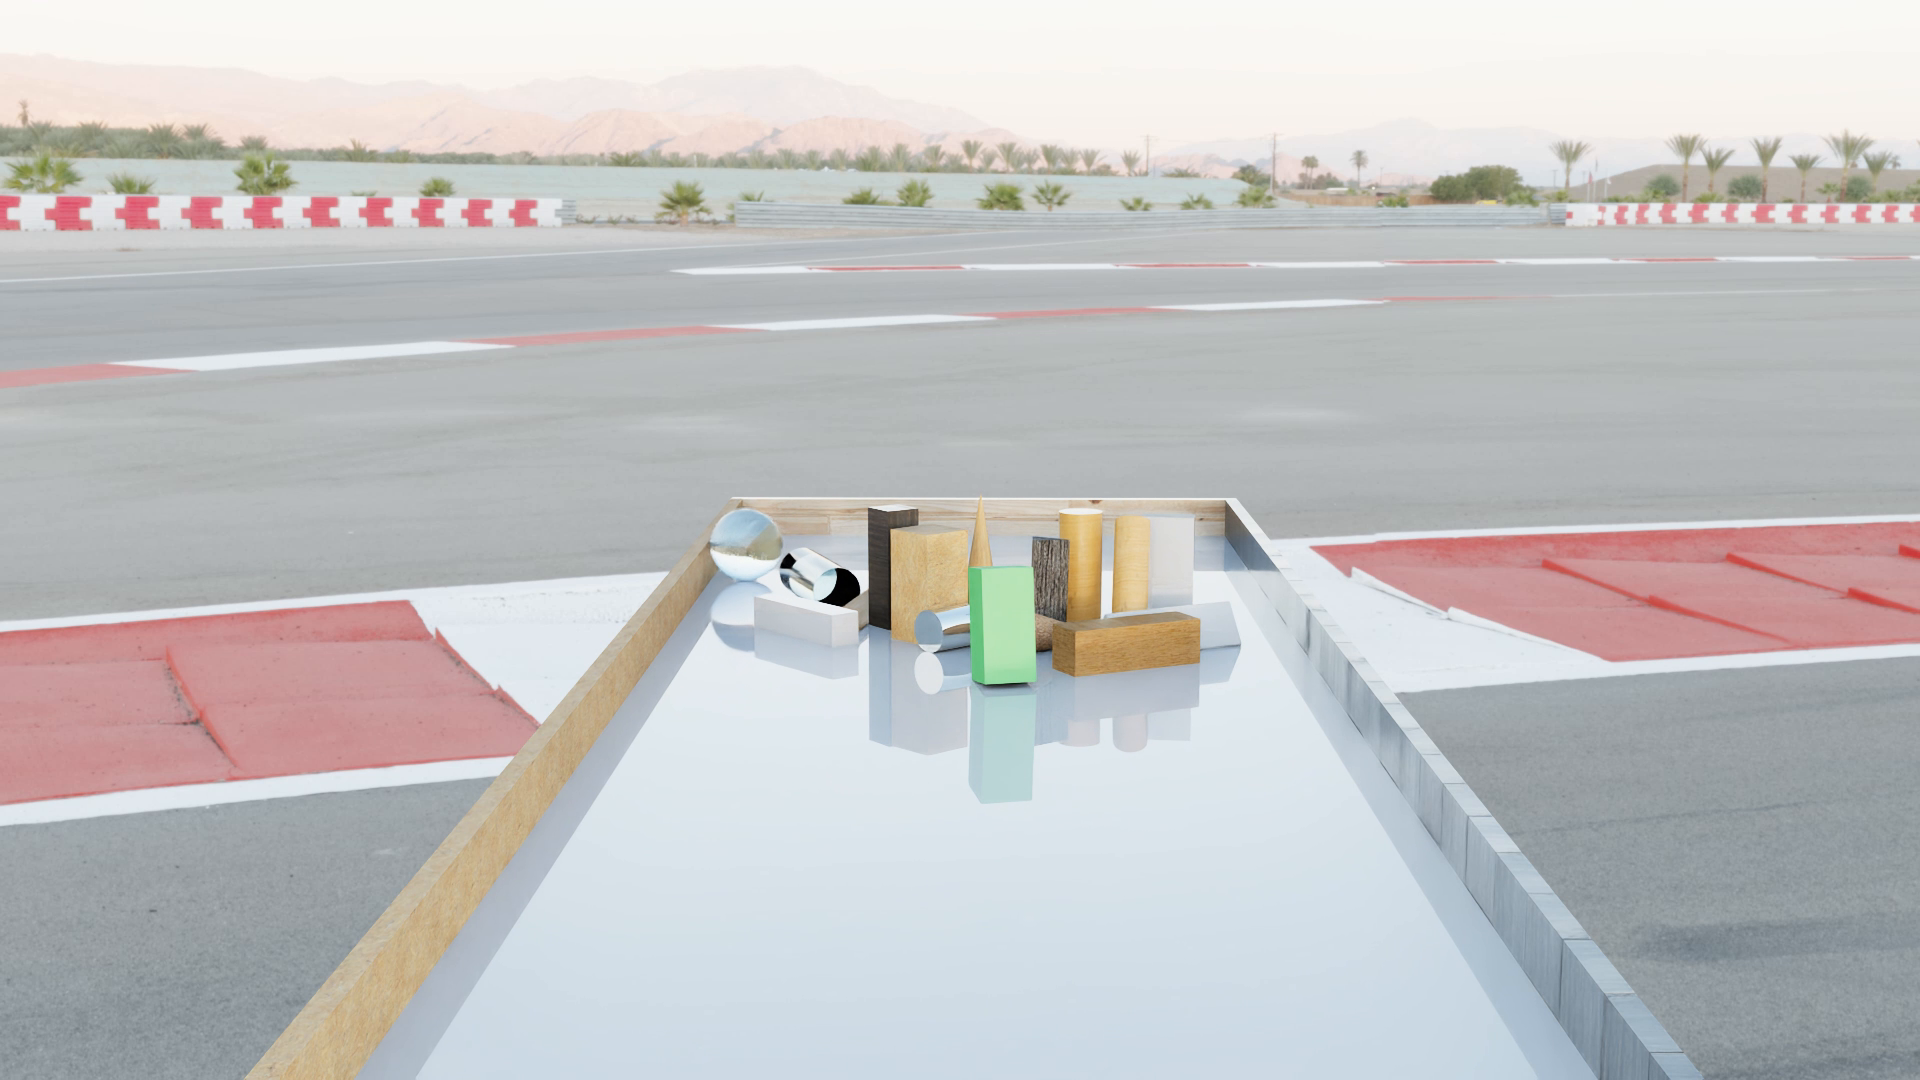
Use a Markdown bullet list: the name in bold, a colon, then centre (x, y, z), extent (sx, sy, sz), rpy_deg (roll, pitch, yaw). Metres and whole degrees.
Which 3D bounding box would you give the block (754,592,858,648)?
- **block**: centre (-0.498, 0.255, 7.069), extent (0.103, 0.103, 0.429), rpy_deg (-7, 12, -39)

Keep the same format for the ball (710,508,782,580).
- **ball**: centre (-0.784, 0.018, 8.052), extent (0.264, 0.264, 0.264), rpy_deg (0, 9, 0)

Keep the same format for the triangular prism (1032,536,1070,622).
- **triangular prism**: centre (0.256, 0.155, 6.984), extent (0.133, 0.324, 0.116), rpy_deg (-1, 6, -28)

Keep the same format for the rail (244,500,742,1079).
- **rail**: centre (-1.004, 0.839, 3.234), extent (0.050, 0.150, 12.000), rpy_deg (0, 9, 1)

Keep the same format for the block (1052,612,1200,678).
- **block**: centre (0.502, 0.311, 6.611), extent (0.435, 0.137, 0.137), rpy_deg (-5, 10, -27)

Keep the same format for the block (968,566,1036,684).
- **block**: centre (0.122, 0.243, 6.371), extent (0.153, 0.329, 0.153), rpy_deg (-2, 2, -14)

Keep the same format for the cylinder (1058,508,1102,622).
- **cylinder**: centre (0.393, 0.097, 7.172), extent (0.141, 0.384, 0.141), rpy_deg (0, 9, 0)

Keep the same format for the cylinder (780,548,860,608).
- **cylinder**: centre (-0.486, 0.142, 7.581), extent (0.166, 0.166, 0.443), rpy_deg (-3, 10, -19)

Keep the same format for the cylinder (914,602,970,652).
- **cylinder**: centre (0.028, 0.264, 6.919), extent (0.343, 0.133, 0.133), rpy_deg (-8, 12, -43)

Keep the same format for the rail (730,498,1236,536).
- **rail**: centre (0.099, -0.098, 9.147), extent (2.100, 0.150, 0.050), rpy_deg (0, 9, 1)

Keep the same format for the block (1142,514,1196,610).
- **block**: centre (0.680, 0.098, 7.206), extent (0.172, 0.358, 0.172), rpy_deg (1, 5, 7)

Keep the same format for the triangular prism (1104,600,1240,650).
- **triangular prism**: centre (0.648, 0.272, 6.861), extent (0.457, 0.127, 0.147), rpy_deg (-5, 10, -27)

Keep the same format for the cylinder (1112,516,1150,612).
- **cylinder**: centre (0.545, 0.119, 7.018), extent (0.114, 0.377, 0.114), rpy_deg (3, -17, 1)

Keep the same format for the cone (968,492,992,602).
- **cone**: centre (0.068, 0.060, 7.212), extent (0.147, 0.445, 0.147), rpy_deg (0, 9, 0)

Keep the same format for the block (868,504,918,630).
- **block**: centre (-0.218, 0.088, 7.208), extent (0.120, 0.391, 0.120), rpy_deg (-6, 11, -35)

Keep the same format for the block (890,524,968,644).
- **block**: centre (-0.097, 0.141, 6.994), extent (0.173, 0.353, 0.173), rpy_deg (-8, 12, -42)

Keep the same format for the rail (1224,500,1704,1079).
- **rail**: centre (1.046, 0.843, 3.208), extent (0.050, 0.150, 12.000), rpy_deg (0, 9, 1)

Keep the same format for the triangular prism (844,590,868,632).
- **triangular prism**: centre (-0.343, 0.230, 7.283), extent (0.094, 0.081, 0.411), rpy_deg (2, 9, 11)

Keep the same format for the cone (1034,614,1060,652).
- **cone**: centre (0.334, 0.298, 6.898), extent (0.405, 0.145, 0.145), rpy_deg (6, 4, -36)
